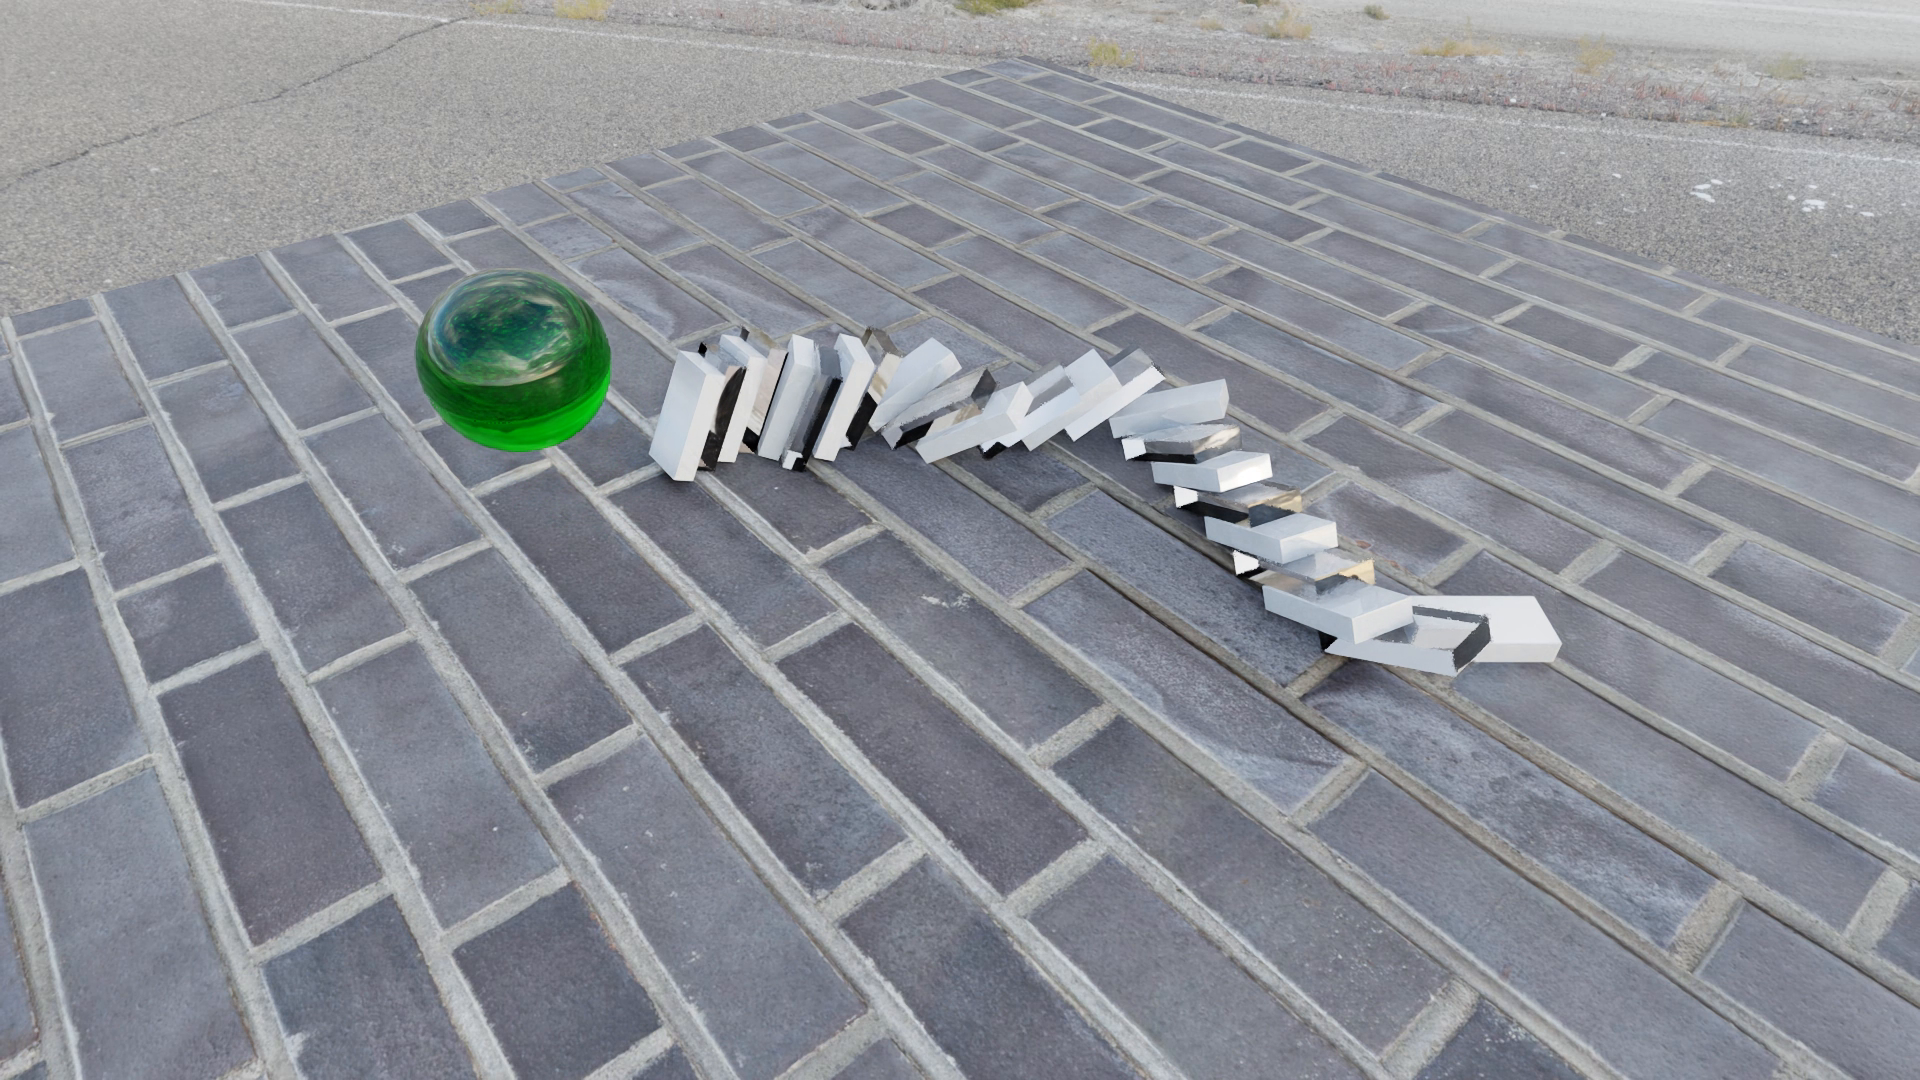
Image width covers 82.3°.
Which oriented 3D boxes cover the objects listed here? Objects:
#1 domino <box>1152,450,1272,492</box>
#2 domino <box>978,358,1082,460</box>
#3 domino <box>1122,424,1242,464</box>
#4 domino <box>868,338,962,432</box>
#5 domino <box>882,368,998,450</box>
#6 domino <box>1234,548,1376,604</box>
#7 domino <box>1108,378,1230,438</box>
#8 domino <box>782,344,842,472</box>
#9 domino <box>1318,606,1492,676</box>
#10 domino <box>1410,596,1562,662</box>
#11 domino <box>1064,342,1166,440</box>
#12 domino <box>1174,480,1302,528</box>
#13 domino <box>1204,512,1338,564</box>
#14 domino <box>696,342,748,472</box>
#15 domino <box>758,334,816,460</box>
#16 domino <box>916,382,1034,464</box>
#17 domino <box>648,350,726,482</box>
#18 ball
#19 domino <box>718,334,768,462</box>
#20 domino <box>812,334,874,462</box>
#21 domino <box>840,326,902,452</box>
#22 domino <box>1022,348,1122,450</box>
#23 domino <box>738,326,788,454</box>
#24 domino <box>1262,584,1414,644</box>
[{"bbox_3d":[0.104,-0.030,0.460,0.025,0.010,0.050,-17,13,-18],"label":"domino"},{"bbox_3d":[0.028,-0.059,0.497,0.050,0.009,0.025,-32,40,10],"label":"domino"},{"bbox_3d":[0.095,-0.042,0.476,0.025,0.010,0.050,-20,14,-23],"label":"domino"},{"bbox_3d":[-0.026,-0.073,0.513,0.050,0.010,0.025,-37,35,-4],"label":"domino"},{"bbox_3d":[-0.009,-0.059,0.495,0.050,0.010,0.025,-18,29,33],"label":"domino"},{"bbox_3d":[0.128,0.010,0.414,0.025,0.010,0.050,-17,16,-17],"label":"domino"},{"bbox_3d":[0.095,-0.060,0.499,0.050,0.010,0.025,-9,24,23],"label":"domino"},{"bbox_3d":[-0.066,-0.057,0.482,0.009,0.050,0.025,14,35,-22],"label":"domino"},{"bbox_3d":[0.155,0.033,0.387,0.025,0.009,0.050,-31,23,-32],"label":"domino"},{"bbox_3d":[0.189,0.032,0.404,0.050,0.009,0.025,0,39,0],"label":"domino"},{"bbox_3d":[0.067,-0.069,0.506,0.050,0.010,0.025,-34,36,7],"label":"domino"},{"bbox_3d":[0.112,-0.017,0.448,0.025,0.010,0.050,-17,17,-19],"label":"domino"},{"bbox_3d":[0.121,-0.004,0.431,0.025,0.009,0.050,-16,16,-17],"label":"domino"},{"bbox_3d":[-0.111,-0.058,0.484,0.010,0.050,0.025,1,30,-45],"label":"domino"},{"bbox_3d":[-0.078,-0.063,0.489,0.010,0.050,0.025,14,35,-22],"label":"domino"},{"bbox_3d":[0.006,-0.052,0.485,0.050,0.009,0.025,-17,31,34],"label":"domino"},{"bbox_3d":[-0.119,-0.054,0.478,0.009,0.050,0.025,1,30,-45],"label":"domino"},{"bbox_3d":[-0.195,-0.079,0.484,0.080,0.080,0.080,0,39,0],"label":"ball"},{"bbox_3d":[-0.103,-0.063,0.489,0.010,0.050,0.025,1,30,-45],"label":"domino"},{"bbox_3d":[-0.055,-0.063,0.489,0.010,0.050,0.025,9,32,-31],"label":"domino"},{"bbox_3d":[-0.045,-0.068,0.496,0.009,0.050,0.025,14,30,-33],"label":"domino"},{"bbox_3d":[0.047,-0.064,0.502,0.050,0.010,0.025,-34,39,7],"label":"domino"},{"bbox_3d":[-0.095,-0.067,0.495,0.009,0.050,0.025,1,30,-45],"label":"domino"},{"bbox_3d":[0.136,0.023,0.398,0.025,0.010,0.050,-17,16,-17],"label":"domino"}]
